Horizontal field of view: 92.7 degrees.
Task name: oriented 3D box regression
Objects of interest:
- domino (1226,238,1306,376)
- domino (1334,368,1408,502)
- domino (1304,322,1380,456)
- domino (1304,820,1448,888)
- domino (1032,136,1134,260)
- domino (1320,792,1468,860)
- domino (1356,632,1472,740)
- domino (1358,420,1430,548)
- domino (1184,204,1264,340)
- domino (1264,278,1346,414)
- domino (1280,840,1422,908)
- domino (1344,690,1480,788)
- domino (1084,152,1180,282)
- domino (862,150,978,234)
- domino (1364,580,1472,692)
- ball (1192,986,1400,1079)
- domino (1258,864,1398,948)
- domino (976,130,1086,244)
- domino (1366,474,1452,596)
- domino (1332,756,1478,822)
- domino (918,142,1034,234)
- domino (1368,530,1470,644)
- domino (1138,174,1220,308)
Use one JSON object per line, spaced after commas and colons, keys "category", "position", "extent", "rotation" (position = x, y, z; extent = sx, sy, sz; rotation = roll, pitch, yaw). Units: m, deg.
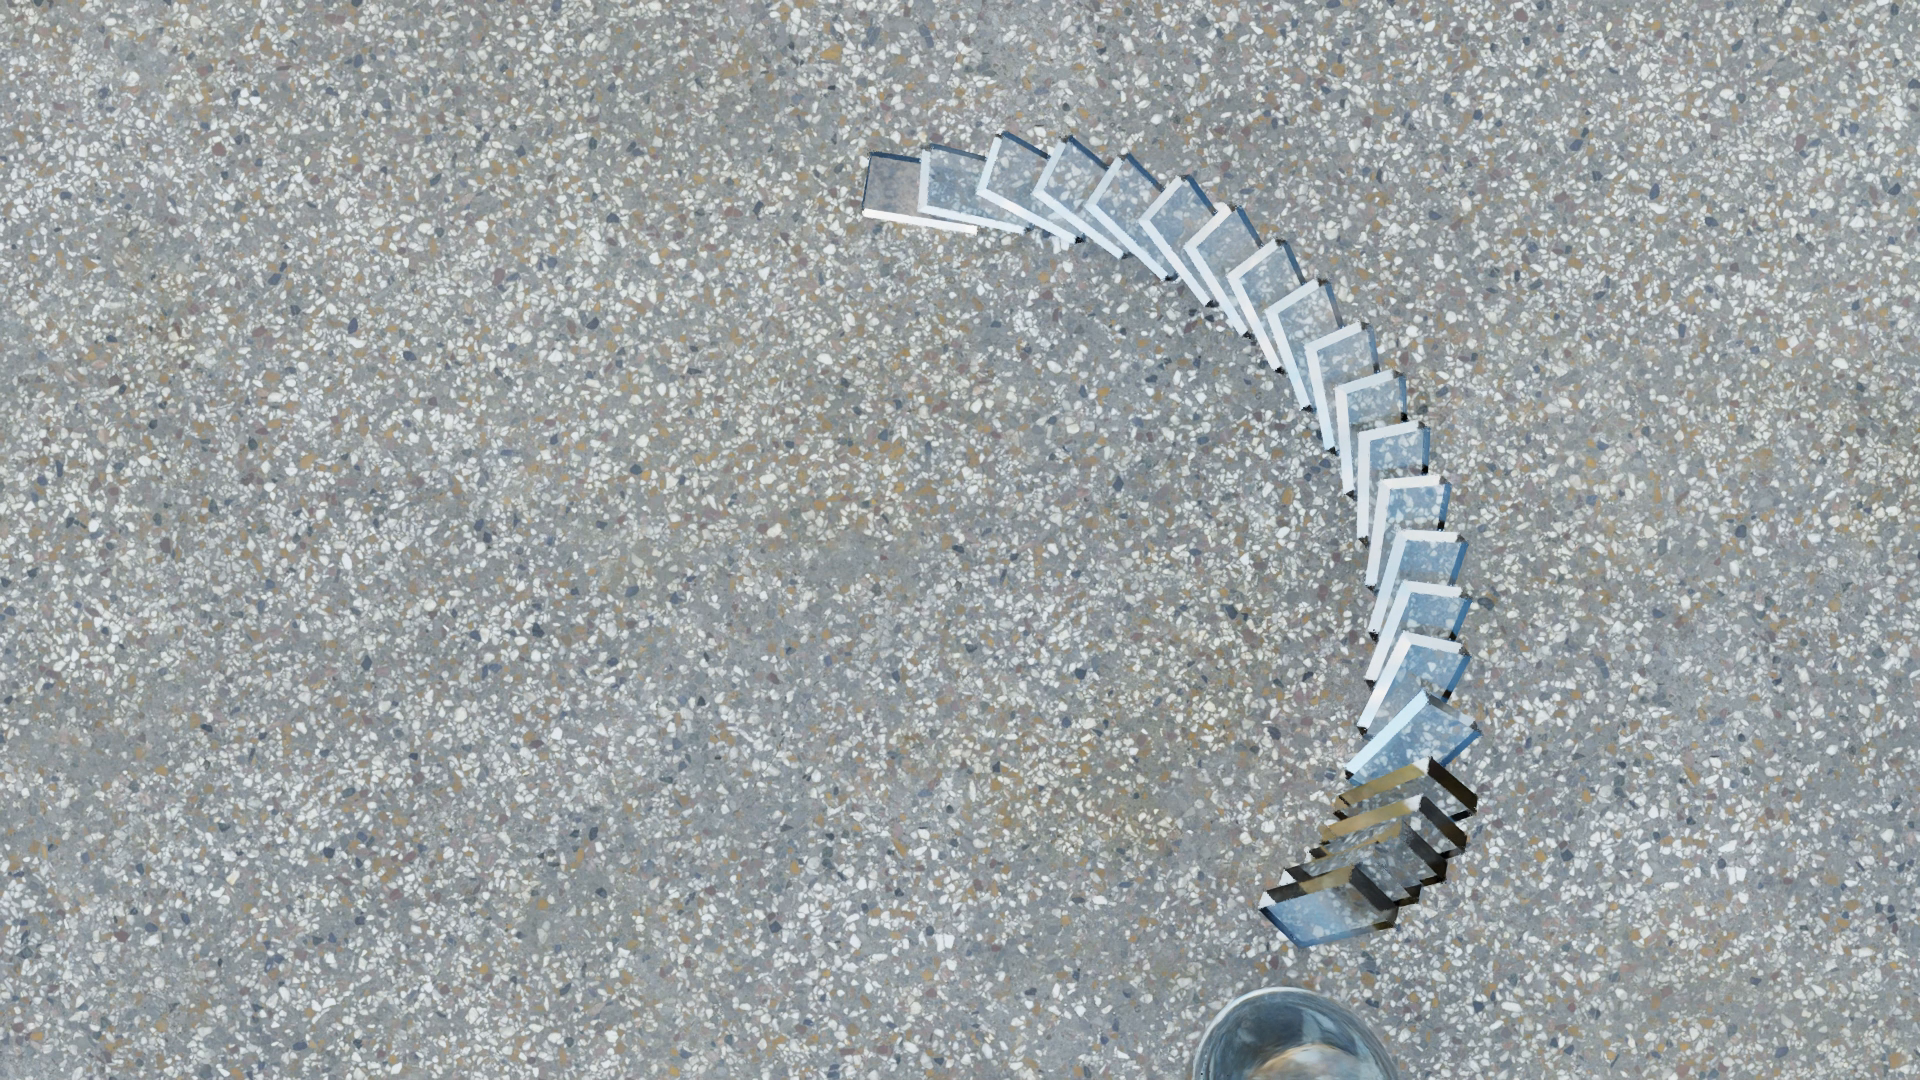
{"category": "domino", "position": [0.134, -0.097, 0.384], "extent": [0.025, 0.009, 0.050], "rotation": [-38, 117, 0]}
{"category": "domino", "position": [0.173, -0.043, 0.384], "extent": [0.025, 0.010, 0.050], "rotation": [-17, 117, 0]}
{"category": "domino", "position": [0.163, -0.063, 0.384], "extent": [0.025, 0.009, 0.050], "rotation": [-24, 117, 0]}
{"category": "domino", "position": [0.170, 0.134, 0.379], "extent": [0.025, 0.050, 0.009], "rotation": [44, 47, 0]}
{"category": "domino", "position": [0.057, -0.143, 0.385], "extent": [0.050, 0.009, 0.025], "rotation": [27, 90, -27]}
{"category": "domino", "position": [0.178, 0.124, 0.379], "extent": [0.025, 0.050, 0.010], "rotation": [44, 47, 0]}
{"category": "domino", "position": [0.190, 0.064, 0.384], "extent": [0.025, 0.009, 0.050], "rotation": [12, 117, 0]}
{"category": "domino", "position": [0.181, -0.023, 0.384], "extent": [0.025, 0.009, 0.050], "rotation": [-12, 117, 0]}
{"category": "domino", "position": [0.118, -0.112, 0.384], "extent": [0.025, 0.010, 0.050], "rotation": [-44, 117, 0]}
{"category": "domino", "position": [0.149, -0.081, 0.384], "extent": [0.025, 0.010, 0.050], "rotation": [-32, 117, 0]}
{"category": "domino", "position": [0.160, 0.143, 0.379], "extent": [0.025, 0.050, 0.009], "rotation": [44, 47, 0]}
{"category": "domino", "position": [0.189, 0.089, 0.384], "extent": [0.025, 0.009, 0.050], "rotation": [31, 118, -1]}
{"category": "domino", "position": [0.078, -0.135, 0.385], "extent": [0.050, 0.010, 0.025], "rotation": [33, 90, -26]}
{"category": "domino", "position": [-0.015, -0.150, 0.395], "extent": [0.050, 0.009, 0.025], "rotation": [9, 90, 0]}
{"category": "domino", "position": [0.191, 0.042, 0.384], "extent": [0.025, 0.009, 0.050], "rotation": [7, 117, 0]}
{"category": "ball", "position": [0.132, 0.220, 0.360], "extent": [0.080, 0.080, 0.080], "rotation": [0, 90, 0]}
{"category": "domino", "position": [0.151, 0.152, 0.379], "extent": [0.025, 0.050, 0.009], "rotation": [44, 47, 0]}
{"category": "domino", "position": [0.034, -0.147, 0.385], "extent": [0.050, 0.009, 0.025], "rotation": [18, 90, -25]}
{"category": "domino", "position": [0.187, -0.002, 0.384], "extent": [0.025, 0.010, 0.050], "rotation": [-5, 117, 0]}
{"category": "domino", "position": [0.183, 0.109, 0.379], "extent": [0.025, 0.050, 0.010], "rotation": [40, 47, 0]}
{"category": "domino", "position": [0.008, -0.147, 0.385], "extent": [0.050, 0.009, 0.025], "rotation": [3, 92, -25]}
{"category": "domino", "position": [0.191, 0.021, 0.384], "extent": [0.025, 0.009, 0.050], "rotation": [3, 117, 0]}
{"category": "domino", "position": [0.100, -0.125, 0.385], "extent": [0.050, 0.009, 0.025], "rotation": [42, 90, -26]}
